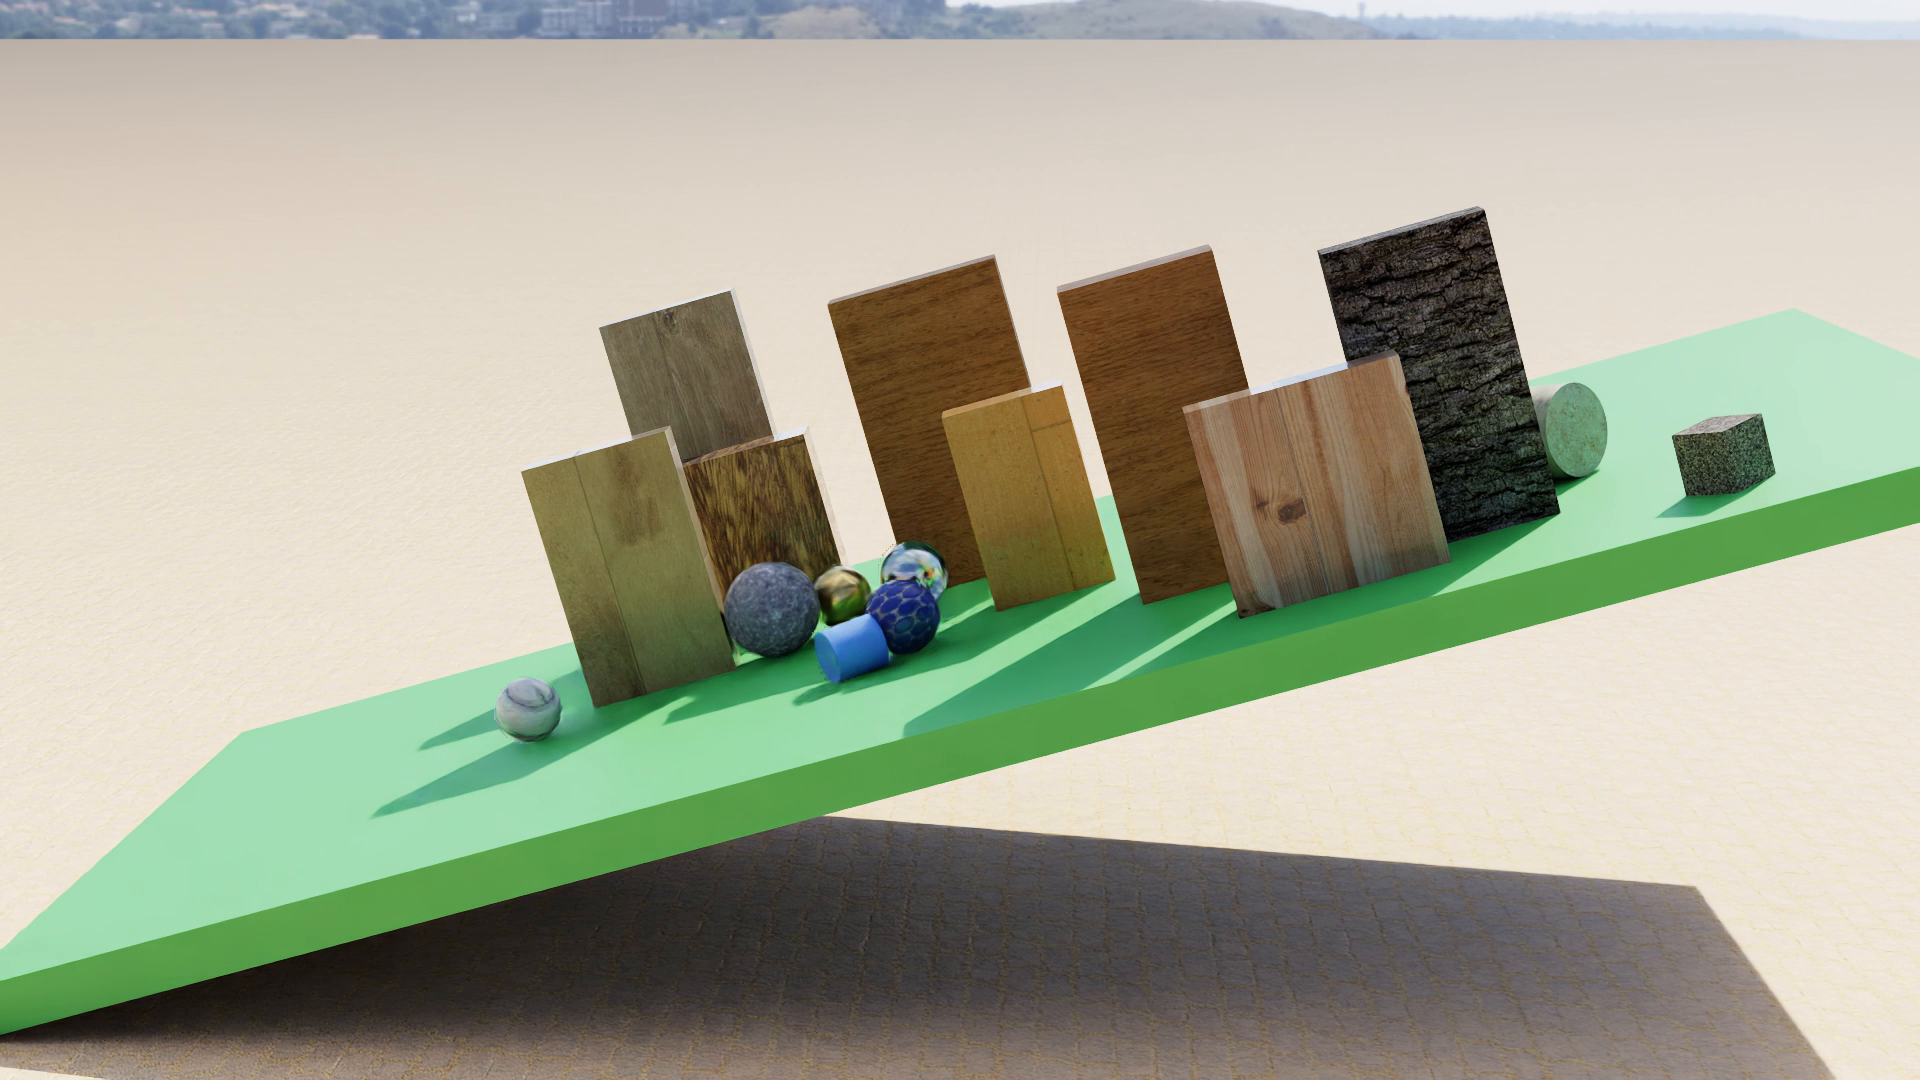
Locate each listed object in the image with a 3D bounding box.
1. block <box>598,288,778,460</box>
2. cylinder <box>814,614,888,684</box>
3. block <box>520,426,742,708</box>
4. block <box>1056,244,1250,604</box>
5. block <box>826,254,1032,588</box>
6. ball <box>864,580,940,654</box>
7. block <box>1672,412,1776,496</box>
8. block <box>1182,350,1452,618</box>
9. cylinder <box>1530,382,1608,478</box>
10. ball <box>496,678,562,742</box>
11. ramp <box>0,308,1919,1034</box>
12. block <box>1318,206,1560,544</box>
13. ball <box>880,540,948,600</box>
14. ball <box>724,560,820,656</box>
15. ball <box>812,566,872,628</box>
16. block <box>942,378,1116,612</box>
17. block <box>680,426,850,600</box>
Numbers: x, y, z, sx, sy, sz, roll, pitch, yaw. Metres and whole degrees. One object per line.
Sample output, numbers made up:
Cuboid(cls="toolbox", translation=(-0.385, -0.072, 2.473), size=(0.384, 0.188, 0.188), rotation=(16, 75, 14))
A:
Cuboid(cls="block", translation=(-0.607, -0.208, 7.171), size=(0.332, 0.750, 0.093), rotation=(-15, 10, 4))
Cuboid(cls="cylinder", translation=(-0.222, 0.222, 6.000), size=(0.112, 0.112, 0.112), rotation=(-20, 18, -23))
Cuboid(cls="block", translation=(-0.717, 0.059, 6.435), size=(0.327, 0.546, 0.091), rotation=(-15, 10, 4))
Cuboid(cls="block", translation=(0.433, -0.232, 5.897), size=(0.316, 0.649, 0.142), rotation=(-15, 10, 4))
Cuboid(cls="block", translation=(-0.015, -0.258, 6.658), size=(0.387, 0.692, 0.114), rotation=(-15, 10, 4))
Cuboid(cls="ball", translation=(-0.119, 0.158, 6.064), size=(0.155, 0.155, 0.155), rotation=(0, 10, 0))
Cuboid(cls="block", translation=(1.418, -0.158, 5.459), size=(0.118, 0.118, 0.118), rotation=(-23, 12, -34))
Cuboid(cls="block", translation=(0.669, -0.105, 5.522), size=(0.409, 0.404, 0.089), rotation=(-15, 10, 4))
Cuboid(cls="cylinder", translation=(1.179, -0.218, 5.975), size=(0.190, 0.190, 0.190), rotation=(-8, 3, -38))
Cuboid(cls="ball", translation=(-0.919, 0.362, 6.270), size=(0.138, 0.138, 0.138), rotation=(0, 10, 0))
Cuboid(cls="ramp", translation=(0.085, 0.189, 6.325), size=(4.000, 0.100, 2.000), rotation=(-15, 10, 4))
Cuboid(cls="block", translation=(0.920, -0.305, 5.653), size=(0.316, 0.603, 0.099), rotation=(-15, 10, 4))
Cuboid(cls="ball", translation=(-0.102, 0.077, 6.514), size=(0.151, 0.151, 0.151), rotation=(0, 10, 0))
Cuboid(cls="ball", translation=(-0.410, 0.151, 6.426), size=(0.209, 0.209, 0.209), rotation=(0, 10, 0))
Cuboid(cls="ball", translation=(-0.265, 0.127, 6.531), size=(0.141, 0.141, 0.141), rotation=(0, 10, 0))
Cuboid(cls="block", translation=(0.147, -0.096, 6.250), size=(0.263, 0.430, 0.109), rotation=(-15, 10, 4))
Cuboid(cls="block", translation=(-0.484, -0.016, 6.908), size=(0.373, 0.406, 0.144), rotation=(-15, 10, 4))
